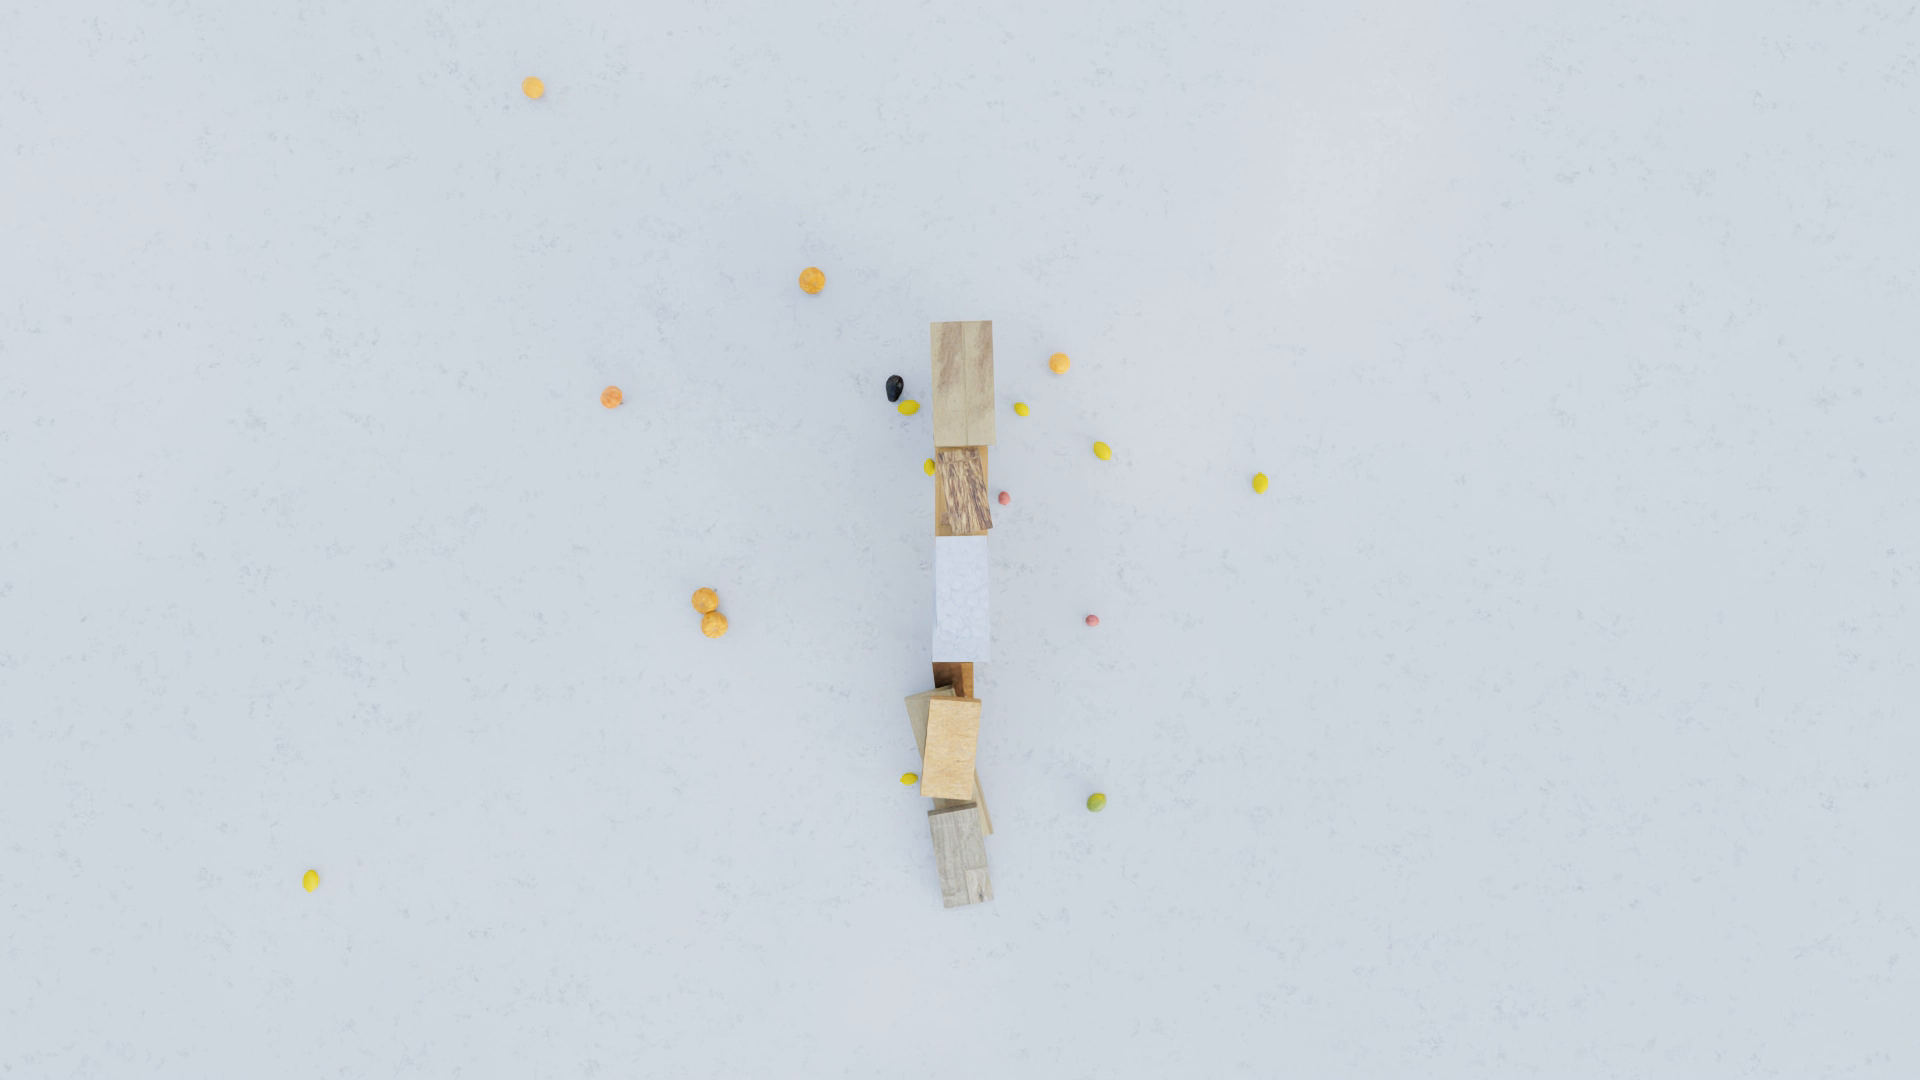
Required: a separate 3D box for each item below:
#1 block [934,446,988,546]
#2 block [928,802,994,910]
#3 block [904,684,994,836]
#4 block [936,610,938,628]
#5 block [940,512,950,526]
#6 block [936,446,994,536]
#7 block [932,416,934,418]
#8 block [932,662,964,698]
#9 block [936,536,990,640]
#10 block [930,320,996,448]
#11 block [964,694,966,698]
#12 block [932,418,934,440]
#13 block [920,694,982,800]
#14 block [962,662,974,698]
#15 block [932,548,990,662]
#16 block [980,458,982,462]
[{"bbox_3d":[0.004,-0.145,5.148,0.164,0.047,0.329,0,90,0],"label":"block"},{"bbox_3d":[0.002,1.041,5.439,0.166,0.047,0.331,-10,103,-1],"label":"block"},{"bbox_3d":[-0.035,0.742,5.420,0.166,0.047,0.522,-15,103,0],"label":"block"},{"bbox_3d":[0.003,0.236,4.950,0.149,0.297,0.042,0,90,0],"label":"block"},{"bbox_3d":[0.006,-0.060,5.002,0.123,0.247,0.035,3,90,0],"label":"block"},{"bbox_3d":[0.015,-0.145,4.861,0.123,0.035,0.247,-11,90,0],"label":"block"},{"bbox_3d":[0.004,-0.493,5.115,0.180,0.051,0.359,-1,90,0],"label":"block"},{"bbox_3d":[-0.038,0.447,5.382,0.092,0.026,0.184,-4,133,3],"label":"block"},{"bbox_3d":[0.007,0.137,4.780,0.149,0.042,0.297,-1,90,0],"label":"block"},{"bbox_3d":[0.009,-0.445,4.711,0.177,0.050,0.354,-2,90,0],"label":"block"},{"bbox_3d":[0.004,0.563,5.473,0.051,0.014,0.102,-8,110,6],"label":"block"},{"bbox_3d":[0.007,-0.328,4.913,0.177,0.354,0.050,-2,90,0],"label":"block"},{"bbox_3d":[-0.031,0.674,5.357,0.166,0.047,0.331,5,102,-5],"label":"block"},{"bbox_3d":[-0.002,0.456,5.427,0.092,0.026,0.185,-1,133,0],"label":"block"},{"bbox_3d":[0.002,0.201,5.123,0.176,0.050,0.352,0,90,0],"label":"block"},{"bbox_3d":[0.000,-0.226,5.002,0.123,0.247,0.035,3,90,0],"label":"block"}]
